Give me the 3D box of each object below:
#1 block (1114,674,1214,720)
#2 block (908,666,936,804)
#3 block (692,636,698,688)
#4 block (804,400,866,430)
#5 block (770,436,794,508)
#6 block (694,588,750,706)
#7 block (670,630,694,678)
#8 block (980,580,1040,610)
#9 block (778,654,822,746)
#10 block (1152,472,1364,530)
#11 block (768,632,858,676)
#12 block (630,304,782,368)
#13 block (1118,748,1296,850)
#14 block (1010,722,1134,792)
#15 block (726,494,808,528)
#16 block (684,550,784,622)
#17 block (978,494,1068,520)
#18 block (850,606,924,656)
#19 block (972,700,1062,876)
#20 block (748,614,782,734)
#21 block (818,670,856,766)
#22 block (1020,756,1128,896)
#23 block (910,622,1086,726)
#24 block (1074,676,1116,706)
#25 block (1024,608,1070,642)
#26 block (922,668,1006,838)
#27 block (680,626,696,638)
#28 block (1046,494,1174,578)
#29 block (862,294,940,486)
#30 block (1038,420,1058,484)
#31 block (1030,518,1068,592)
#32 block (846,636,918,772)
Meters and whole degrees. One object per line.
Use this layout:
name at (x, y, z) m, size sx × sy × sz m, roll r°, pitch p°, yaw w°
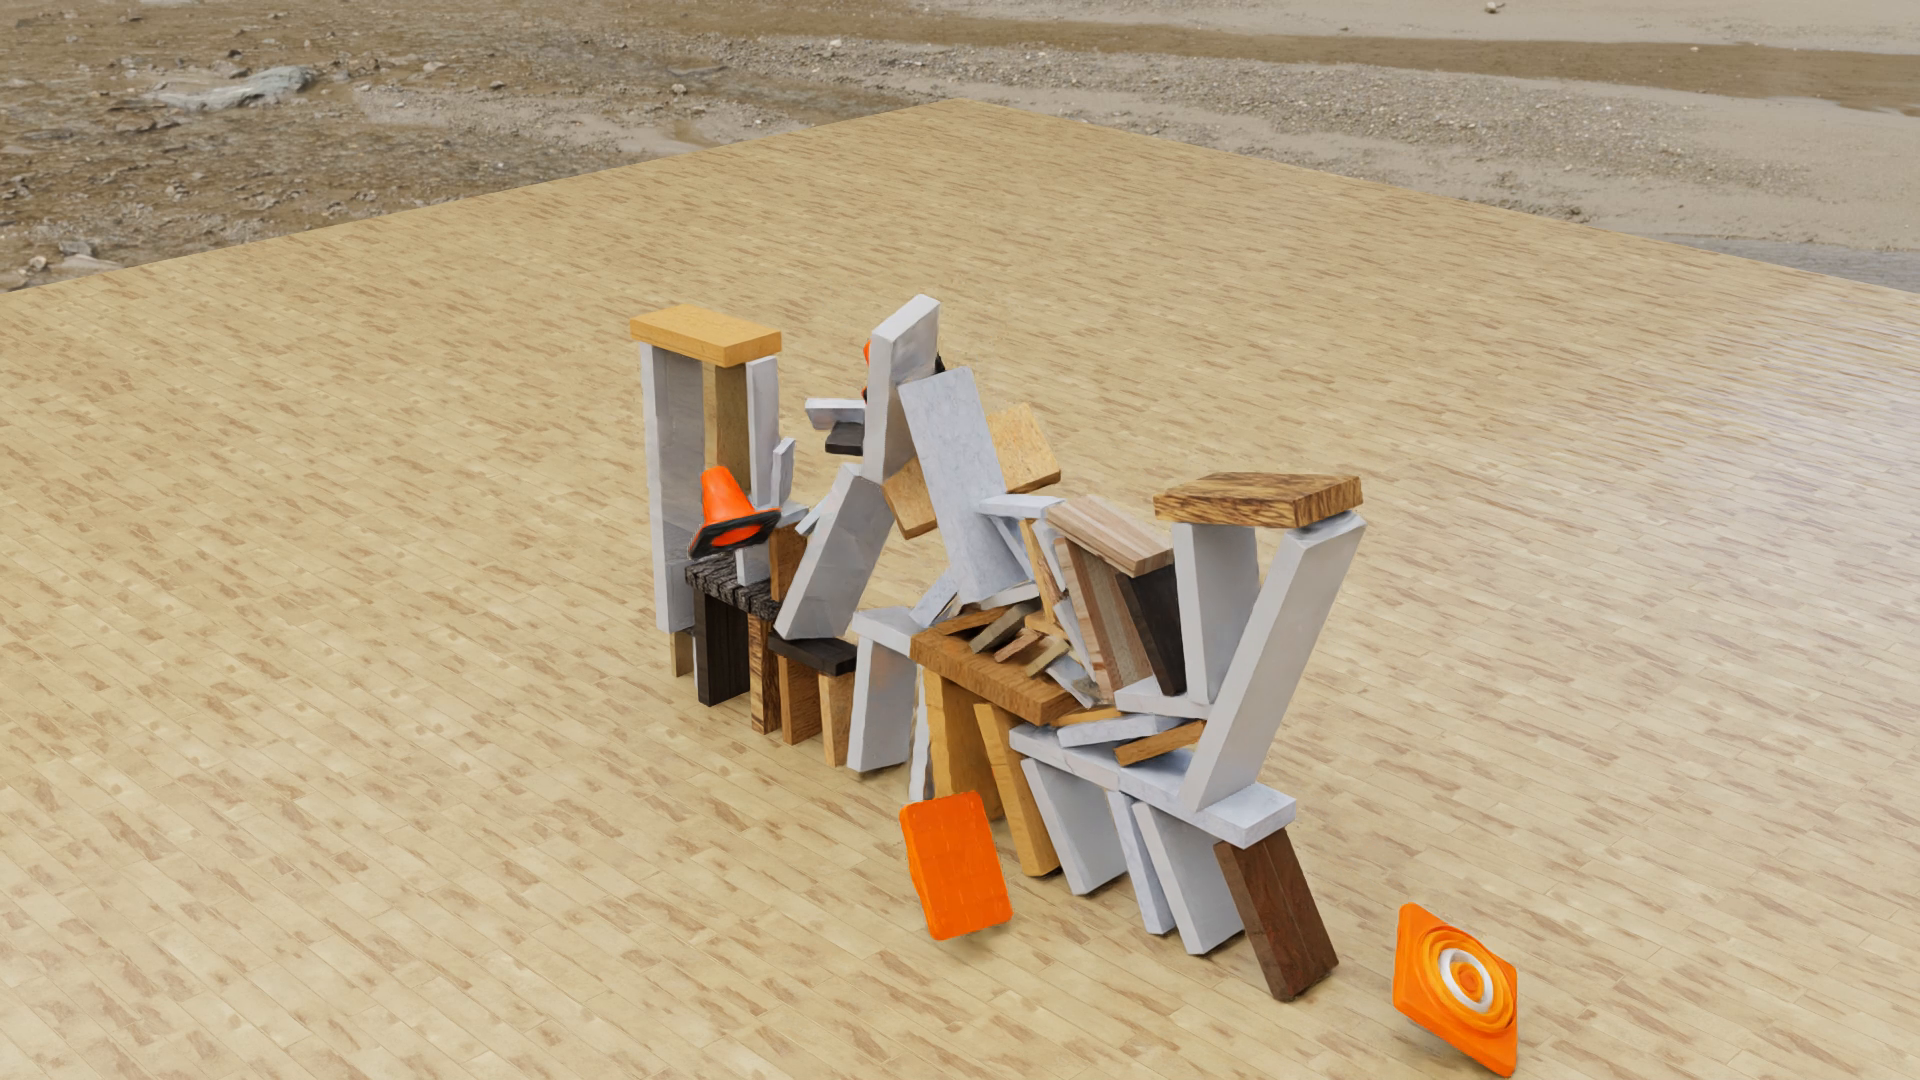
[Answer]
block at (0.403, 0.276, 3.905) m, size 0.122 × 0.035 × 0.244 m, roll -19°, pitch 13°, yaw -38°
block at (-0.026, 0.386, 4.457) m, size 0.141 × 0.283 × 0.040 m, roll -6°, pitch 17°, yaw -45°
block at (-0.571, 0.268, 4.966) m, size 0.063 × 0.127 × 0.018 m, roll -21°, pitch 31°, yaw -41°
block at (-0.231, -0.258, 4.539) m, size 0.161 × 0.081 × 0.023 m, roll 1°, pitch 59°, yaw 16°
block at (-0.370, -0.140, 4.575) m, size 0.019 × 0.136 × 0.068 m, roll 15°, pitch 35°, yaw 13°
block at (-0.520, 0.219, 4.889) m, size 0.139 × 0.278 × 0.039 m, roll -21°, pitch 31°, yaw -41°
block at (-0.631, 0.245, 5.021) m, size 0.018 × 0.127 × 0.063 m, roll 21°, pitch 31°, yaw 41°
block at (0.123, 0.096, 4.143) m, size 0.087 × 0.025 × 0.174 m, roll -20°, pitch 2°, yaw -39°
block at (-0.337, 0.328, 4.724) m, size 0.103 × 0.205 × 0.029 m, roll -21°, pitch 29°, yaw -41°
block at (0.490, -0.068, 3.644) m, size 0.161 × 0.046 × 0.322 m, roll -19°, pitch 14°, yaw -36°
block at (-0.297, 0.232, 4.637) m, size 0.205 × 0.029 × 0.103 m, roll 19°, pitch 25°, yaw 39°
block at (-0.535, -0.431, 4.619) m, size 0.310 × 0.044 × 0.155 m, roll 20°, pitch 30°, yaw 40°
block at (0.441, 0.456, 3.941) m, size 0.145 × 0.041 × 0.291 m, roll -21°, pitch 31°, yaw -40°
block at (0.240, 0.391, 4.130) m, size 0.137 × 0.039 × 0.274 m, roll -21°, pitch 28°, yaw -40°
block at (-0.407, -0.069, 4.648) m, size 0.167 × 0.024 × 0.084 m, roll 21°, pitch 31°, yaw 40°
block at (-0.454, 0.098, 4.767) m, size 0.139 × 0.039 × 0.278 m, roll -21°, pitch 31°, yaw -41°
block at (0.117, -0.063, 4.091) m, size 0.154 × 0.022 × 0.077 m, roll 6°, pitch 18°, yaw 42°
block at (-0.073, 0.201, 4.488) m, size 0.283 × 0.040 × 0.141 m, roll 21°, pitch 19°, yaw 40°
block at (0.152, 0.454, 4.256) m, size 0.174 × 0.348 × 0.049 m, roll -21°, pitch 7°, yaw -40°
block at (-0.389, 0.270, 4.768) m, size 0.139 × 0.278 × 0.039 m, roll -21°, pitch 31°, yaw -41°
block at (-0.243, 0.364, 4.637) m, size 0.103 × 0.205 × 0.029 m, roll -21°, pitch 27°, yaw -41°
block at (0.225, 0.524, 4.202) m, size 0.137 × 0.274 × 0.039 m, roll -21°, pitch -1°, yaw -41°
block at (0.087, 0.243, 4.237) m, size 0.174 × 0.049 × 0.348 m, roll -21°, pitch 34°, yaw -41°
block at (0.270, 0.275, 4.062) m, size 0.058 × 0.016 × 0.116 m, roll -18°, pitch 25°, yaw -35°
block at (0.191, 0.156, 4.080) m, size 0.068 × 0.019 × 0.136 m, roll -20°, pitch 25°, yaw -37°
block at (0.022, 0.398, 4.373) m, size 0.174 × 0.348 × 0.049 m, roll -21°, pitch 23°, yaw -41°
block at (-0.601, 0.190, 4.966) m, size 0.063 × 0.018 × 0.127 m, roll -21°, pitch 31°, yaw -40°
block at (0.274, -0.010, 3.933) m, size 0.115 × 0.033 × 0.230 m, roll -19°, pitch 37°, yaw -36°
block at (-0.113, -0.285, 4.180) m, size 0.047 × 0.334 × 0.167 m, roll 24°, pitch 42°, yaw 21°
block at (0.025, -0.160, 4.463) m, size 0.320 × 0.045 × 0.160 m, roll -7°, pitch 38°, yaw -4°
block at (0.187, 0.023, 4.016) m, size 0.068 × 0.137 × 0.019 m, roll -14°, pitch -15°, yaw -39°
block at (-0.159, 0.333, 4.583) m, size 0.040 × 0.283 × 0.141 m, roll 17°, pitch 16°, yaw 41°
